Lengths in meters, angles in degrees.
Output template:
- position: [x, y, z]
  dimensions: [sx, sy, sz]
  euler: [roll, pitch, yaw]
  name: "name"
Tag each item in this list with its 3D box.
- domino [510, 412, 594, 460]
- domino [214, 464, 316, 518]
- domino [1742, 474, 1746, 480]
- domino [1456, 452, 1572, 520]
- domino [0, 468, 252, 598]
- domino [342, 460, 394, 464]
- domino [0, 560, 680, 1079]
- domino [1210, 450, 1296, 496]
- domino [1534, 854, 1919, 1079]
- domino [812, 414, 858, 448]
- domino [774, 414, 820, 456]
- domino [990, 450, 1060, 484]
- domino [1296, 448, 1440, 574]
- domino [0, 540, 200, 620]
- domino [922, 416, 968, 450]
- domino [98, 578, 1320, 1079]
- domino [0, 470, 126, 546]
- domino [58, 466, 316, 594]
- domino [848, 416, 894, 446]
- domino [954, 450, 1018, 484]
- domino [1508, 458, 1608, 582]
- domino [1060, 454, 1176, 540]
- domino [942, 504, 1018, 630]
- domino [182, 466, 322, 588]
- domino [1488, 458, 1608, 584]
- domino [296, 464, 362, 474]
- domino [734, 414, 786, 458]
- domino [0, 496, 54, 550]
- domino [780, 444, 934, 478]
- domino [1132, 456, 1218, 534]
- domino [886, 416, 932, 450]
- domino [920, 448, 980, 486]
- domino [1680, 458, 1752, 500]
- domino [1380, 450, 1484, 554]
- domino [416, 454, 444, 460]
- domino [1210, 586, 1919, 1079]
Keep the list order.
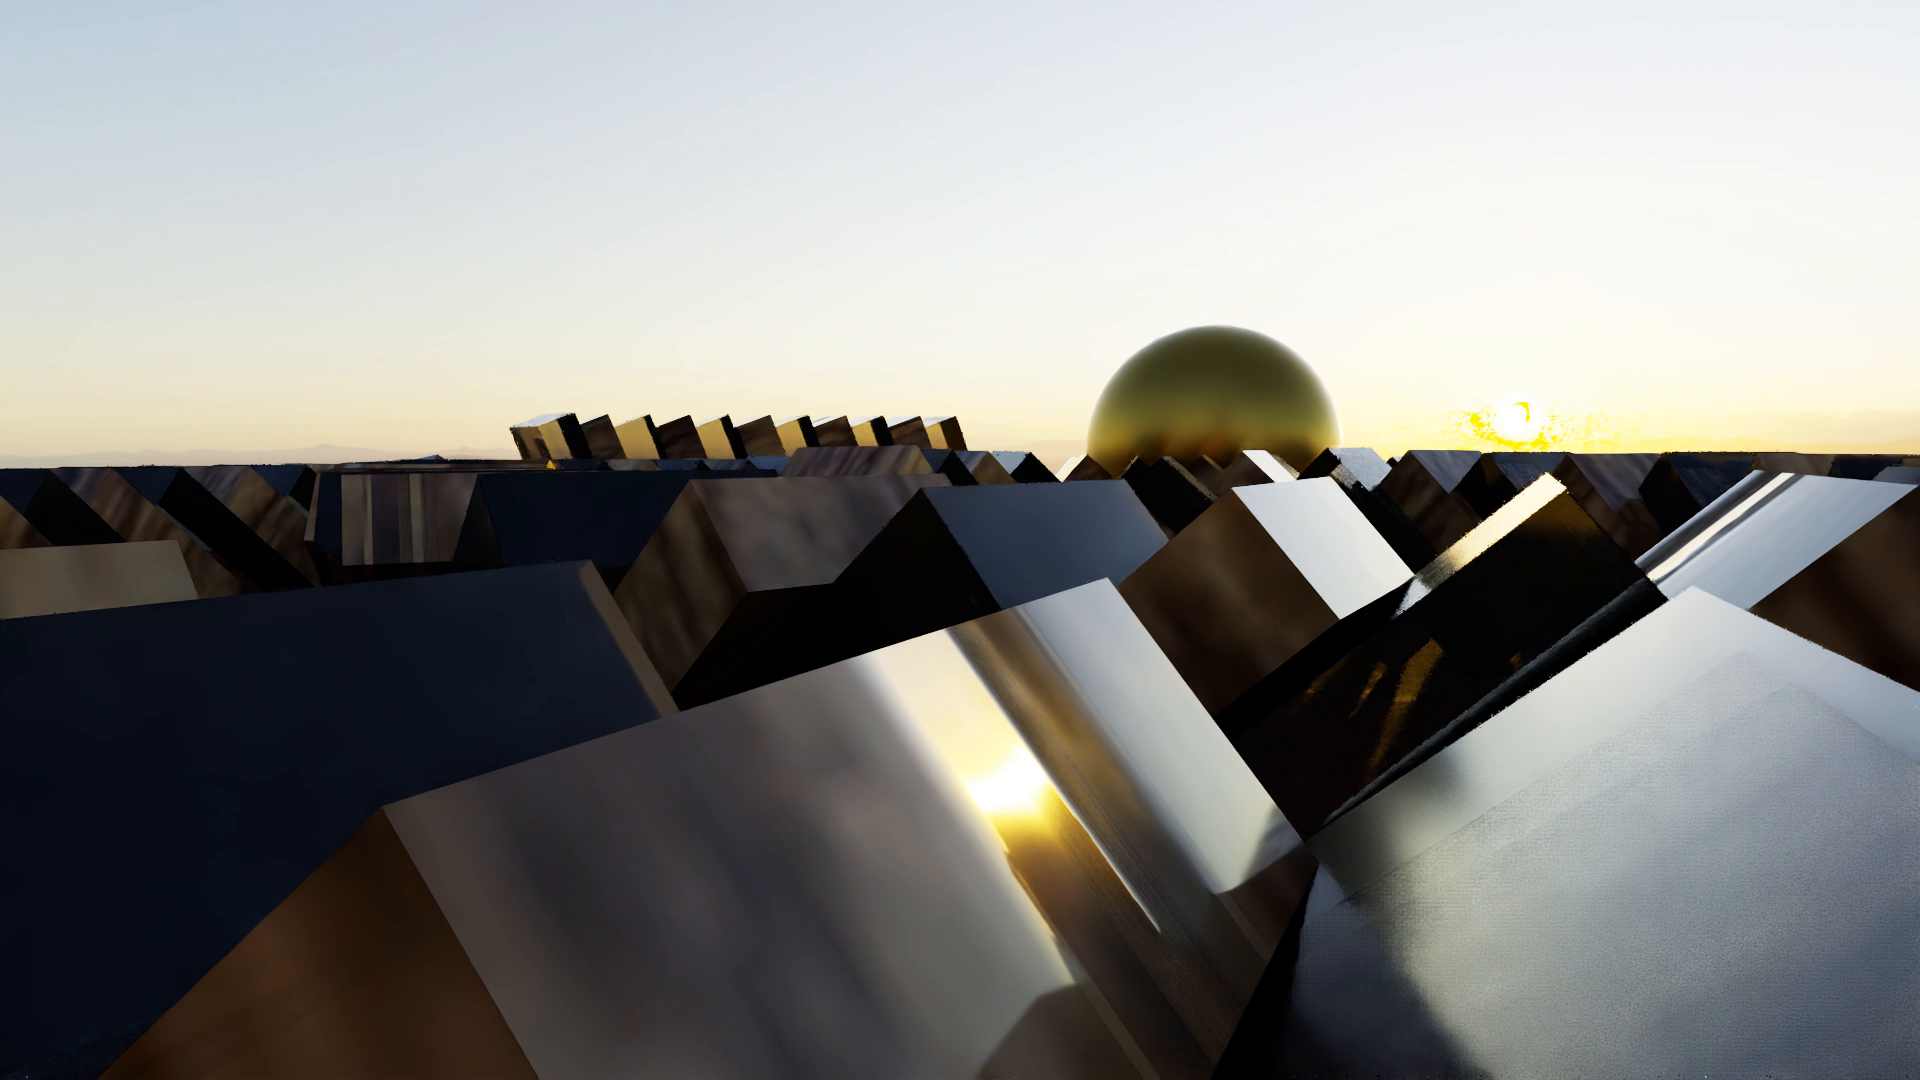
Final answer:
- position: [-0.095, -0.007, 0.322]
  dimensions: [0.009, 0.050, 0.025]
  euler: [-28, 18, -30]
  name: "domino"
- position: [-0.125, 0.004, 0.257]
  dimensions: [0.025, 0.009, 0.050]
  euler: [2, -34, 23]
  name: "domino"
- position: [0.183, 0.003, 0.257]
  dimensions: [0.025, 0.010, 0.050]
  euler: [-2, 45, -24]
  name: "domino"
- position: [0.118, 0.004, 0.238]
  dimensions: [0.025, 0.009, 0.050]
  euler: [-2, 48, -28]
  name: "domino"
- position: [-0.134, 0.007, 0.210]
  dimensions: [0.025, 0.010, 0.050]
  euler: [1, -35, 11]
  name: "domino"
- position: [-0.114, 0.001, 0.287]
  dimensions: [0.025, 0.010, 0.050]
  euler: [1, -34, 33]
  name: "domino"
- position: [-0.032, 0.020, 0.038]
  dimensions: [0.050, 0.010, 0.025]
  euler: [-42, -17, 26]
  name: "domino"
- position: [0.075, 0.002, 0.261]
  dimensions: [0.050, 0.010, 0.025]
  euler: [46, 19, 14]
  name: "domino"
- position: [0.015, 0.021, 0.025]
  dimensions: [0.050, 0.010, 0.025]
  euler: [-39, -7, 15]
  name: "domino"
- position: [-0.031, -0.009, 0.358]
  dimensions: [0.010, 0.050, 0.025]
  euler: [-22, 11, -17]
  name: "domino"
- position: [-0.040, -0.009, 0.355]
  dimensions: [0.009, 0.050, 0.025]
  euler: [-22, 11, -17]
  name: "domino"
- position: [0.024, 0.003, 0.255]
  dimensions: [0.050, 0.010, 0.025]
  euler: [43, -7, -14]
  name: "domino"
- position: [0.092, 0.002, 0.258]
  dimensions: [0.025, 0.009, 0.050]
  euler: [-6, 52, -52]
  name: "domino"
- position: [-0.047, 0.020, 0.045]
  dimensions: [0.025, 0.010, 0.050]
  euler: [-6, -32, -52]
  name: "domino"
- position: [-0.001, -0.010, 0.366]
  dimensions: [0.009, 0.050, 0.025]
  euler: [-22, 11, -17]
  name: "domino"
- position: [-0.016, 0.021, 0.033]
  dimensions: [0.050, 0.010, 0.025]
  euler: [-40, -12, 21]
  name: "domino"
- position: [-0.135, 0.009, 0.193]
  dimensions: [0.025, 0.010, 0.050]
  euler: [0, -35, 5]
  name: "domino"
- position: [-0.132, 0.006, 0.226]
  dimensions: [0.025, 0.010, 0.050]
  euler: [1, -34, 15]
  name: "domino"
- position: [-0.021, -0.010, 0.361]
  dimensions: [0.009, 0.050, 0.025]
  euler: [-22, 11, -17]
  name: "domino"
- position: [0.011, 0.004, 0.243]
  dimensions: [0.050, 0.010, 0.025]
  euler: [47, -19, -25]
  name: "domino"
- position: [0.151, 0.001, 0.294]
  dimensions: [0.025, 0.009, 0.050]
  euler: [-4, 45, -43]
  name: "domino"
- position: [0.041, 0.003, 0.263]
  dimensions: [0.050, 0.009, 0.025]
  euler: [42, 5, 0]
  name: "domino"
- position: [-0.005, 0.011, 0.192]
  dimensions: [0.025, 0.009, 0.050]
  euler: [-1, -27, 13]
  name: "domino"
- position: [-0.129, 0.005, 0.241]
  dimensions: [0.025, 0.009, 0.050]
  euler: [1, -34, 18]
  name: "domino"
- position: [0.138, 0.000, 0.304]
  dimensions: [0.025, 0.010, 0.050]
  euler: [-4, 45, -48]
  name: "domino"
- position: [-0.119, 0.003, 0.272]
  dimensions: [0.025, 0.009, 0.050]
  euler: [2, -34, 26]
  name: "domino"
- position: [-0.050, -0.009, 0.353]
  dimensions: [0.010, 0.050, 0.025]
  euler: [-22, 11, -17]
  name: "domino"
- position: [-0.134, 0.010, 0.177]
  dimensions: [0.025, 0.009, 0.050]
  euler: [0, -35, 2]
  name: "domino"
- position: [-0.008, 0.005, 0.217]
  dimensions: [0.025, 0.010, 0.050]
  euler: [2, -40, 36]
  name: "domino"
- position: [0.058, 0.003, 0.263]
  dimensions: [0.050, 0.010, 0.025]
  euler: [42, 12, 7]
  name: "domino"
- position: [-0.011, -0.010, 0.363]
  dimensions: [0.010, 0.050, 0.025]
  euler: [-22, 11, -17]
  name: "domino"
- position: [0.001, 0.004, 0.230]
  dimensions: [0.025, 0.009, 0.050]
  euler: [5, -38, 47]
  name: "domino"
- position: [0.174, 0.003, 0.271]
  dimensions: [0.025, 0.009, 0.050]
  euler: [-2, 45, -30]
  name: "domino"
- position: [0.107, 0.003, 0.249]
  dimensions: [0.025, 0.010, 0.050]
  euler: [-3, 48, -37]
  name: "domino"
- position: [-0.111, 0.000, 0.303]
  dimensions: [0.025, 0.010, 0.050]
  euler: [-4, -37, 44]
  name: "domino"
- position: [0.000, 0.021, 0.029]
  dimensions: [0.050, 0.009, 0.025]
  euler: [-39, -8, 17]
  name: "domino"
